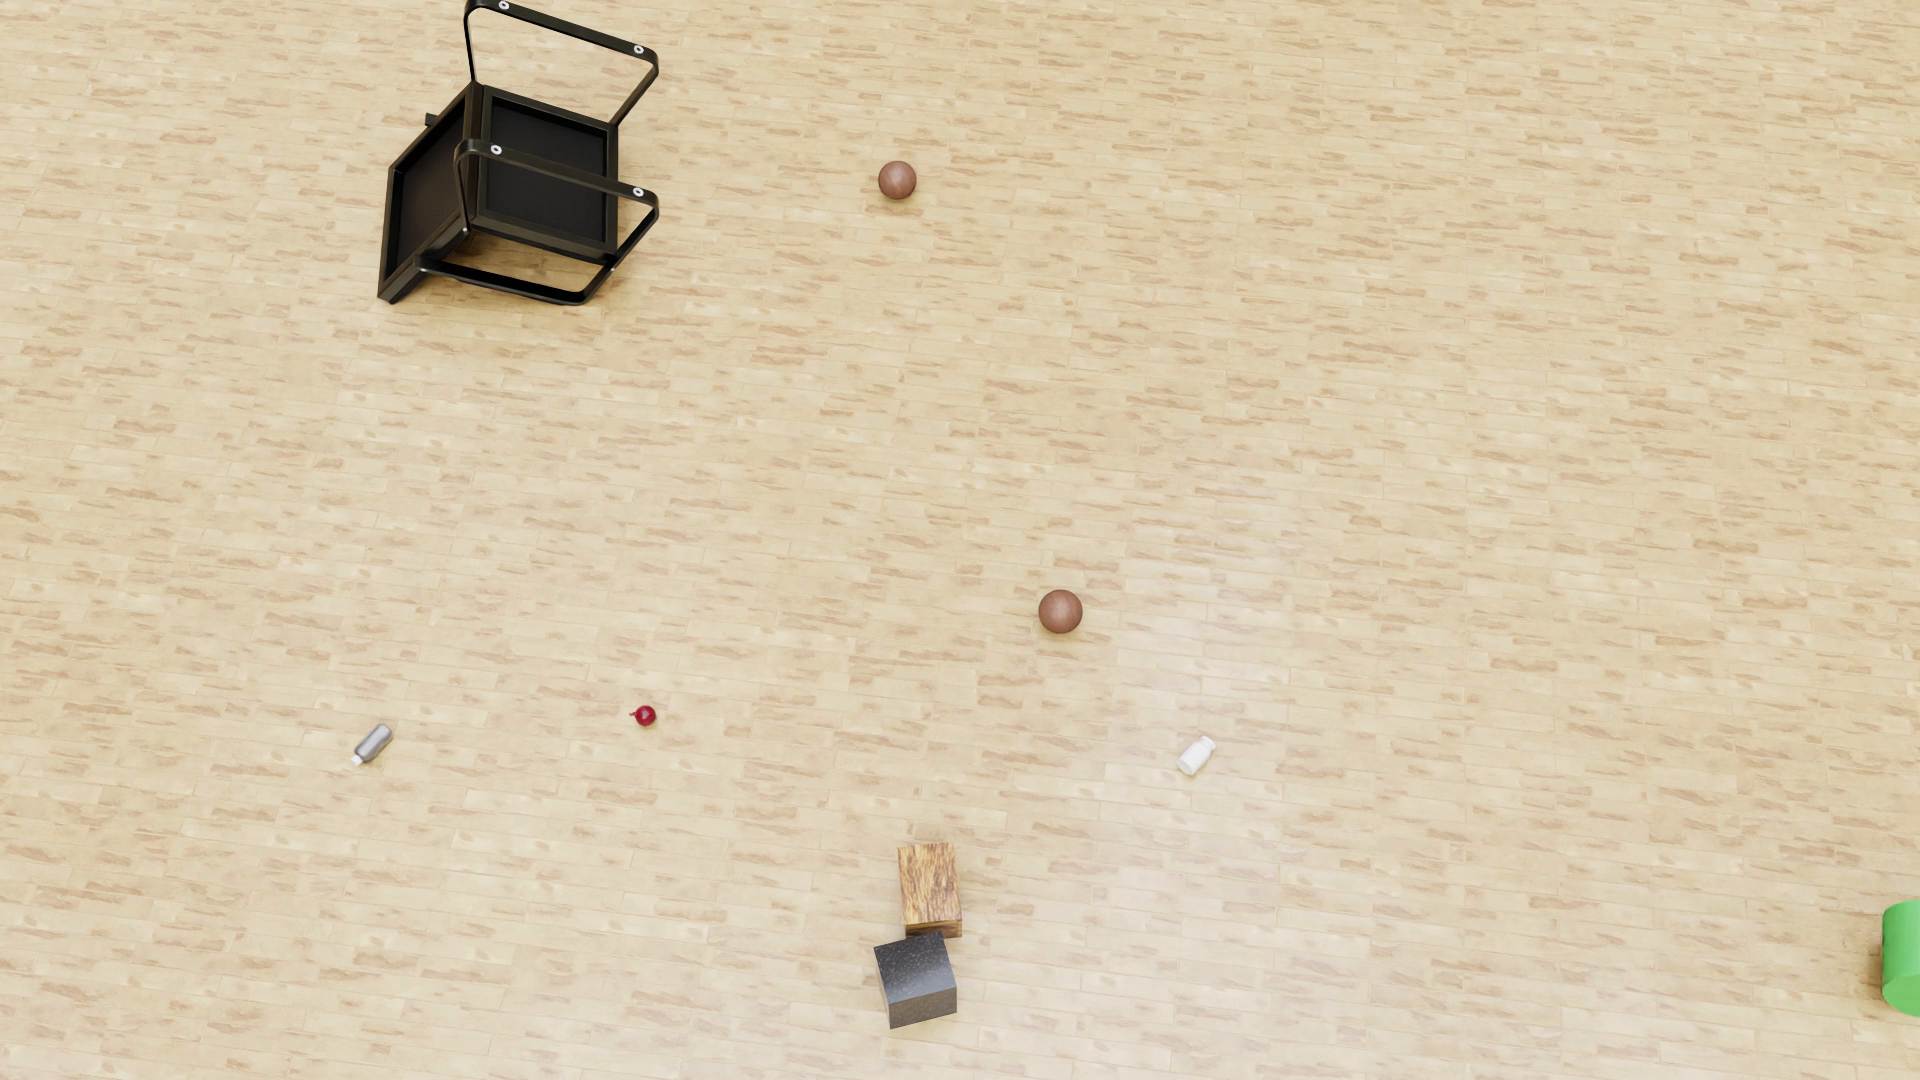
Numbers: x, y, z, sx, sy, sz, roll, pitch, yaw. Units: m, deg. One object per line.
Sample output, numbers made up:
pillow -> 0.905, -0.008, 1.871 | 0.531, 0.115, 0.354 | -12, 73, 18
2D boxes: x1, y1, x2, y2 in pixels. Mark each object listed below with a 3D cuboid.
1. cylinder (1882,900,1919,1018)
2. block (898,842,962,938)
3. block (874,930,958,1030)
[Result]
cylinder -> 2.531, 1.089, 5.684 | 0.290, 0.255, 0.211 | 27, 55, -17
block -> -0.081, 0.940, 5.871 | 0.150, 0.119, 0.224 | -5, 56, -4
block -> -0.116, 1.141, 5.703 | 0.180, 0.175, 0.160 | -13, 57, -8
